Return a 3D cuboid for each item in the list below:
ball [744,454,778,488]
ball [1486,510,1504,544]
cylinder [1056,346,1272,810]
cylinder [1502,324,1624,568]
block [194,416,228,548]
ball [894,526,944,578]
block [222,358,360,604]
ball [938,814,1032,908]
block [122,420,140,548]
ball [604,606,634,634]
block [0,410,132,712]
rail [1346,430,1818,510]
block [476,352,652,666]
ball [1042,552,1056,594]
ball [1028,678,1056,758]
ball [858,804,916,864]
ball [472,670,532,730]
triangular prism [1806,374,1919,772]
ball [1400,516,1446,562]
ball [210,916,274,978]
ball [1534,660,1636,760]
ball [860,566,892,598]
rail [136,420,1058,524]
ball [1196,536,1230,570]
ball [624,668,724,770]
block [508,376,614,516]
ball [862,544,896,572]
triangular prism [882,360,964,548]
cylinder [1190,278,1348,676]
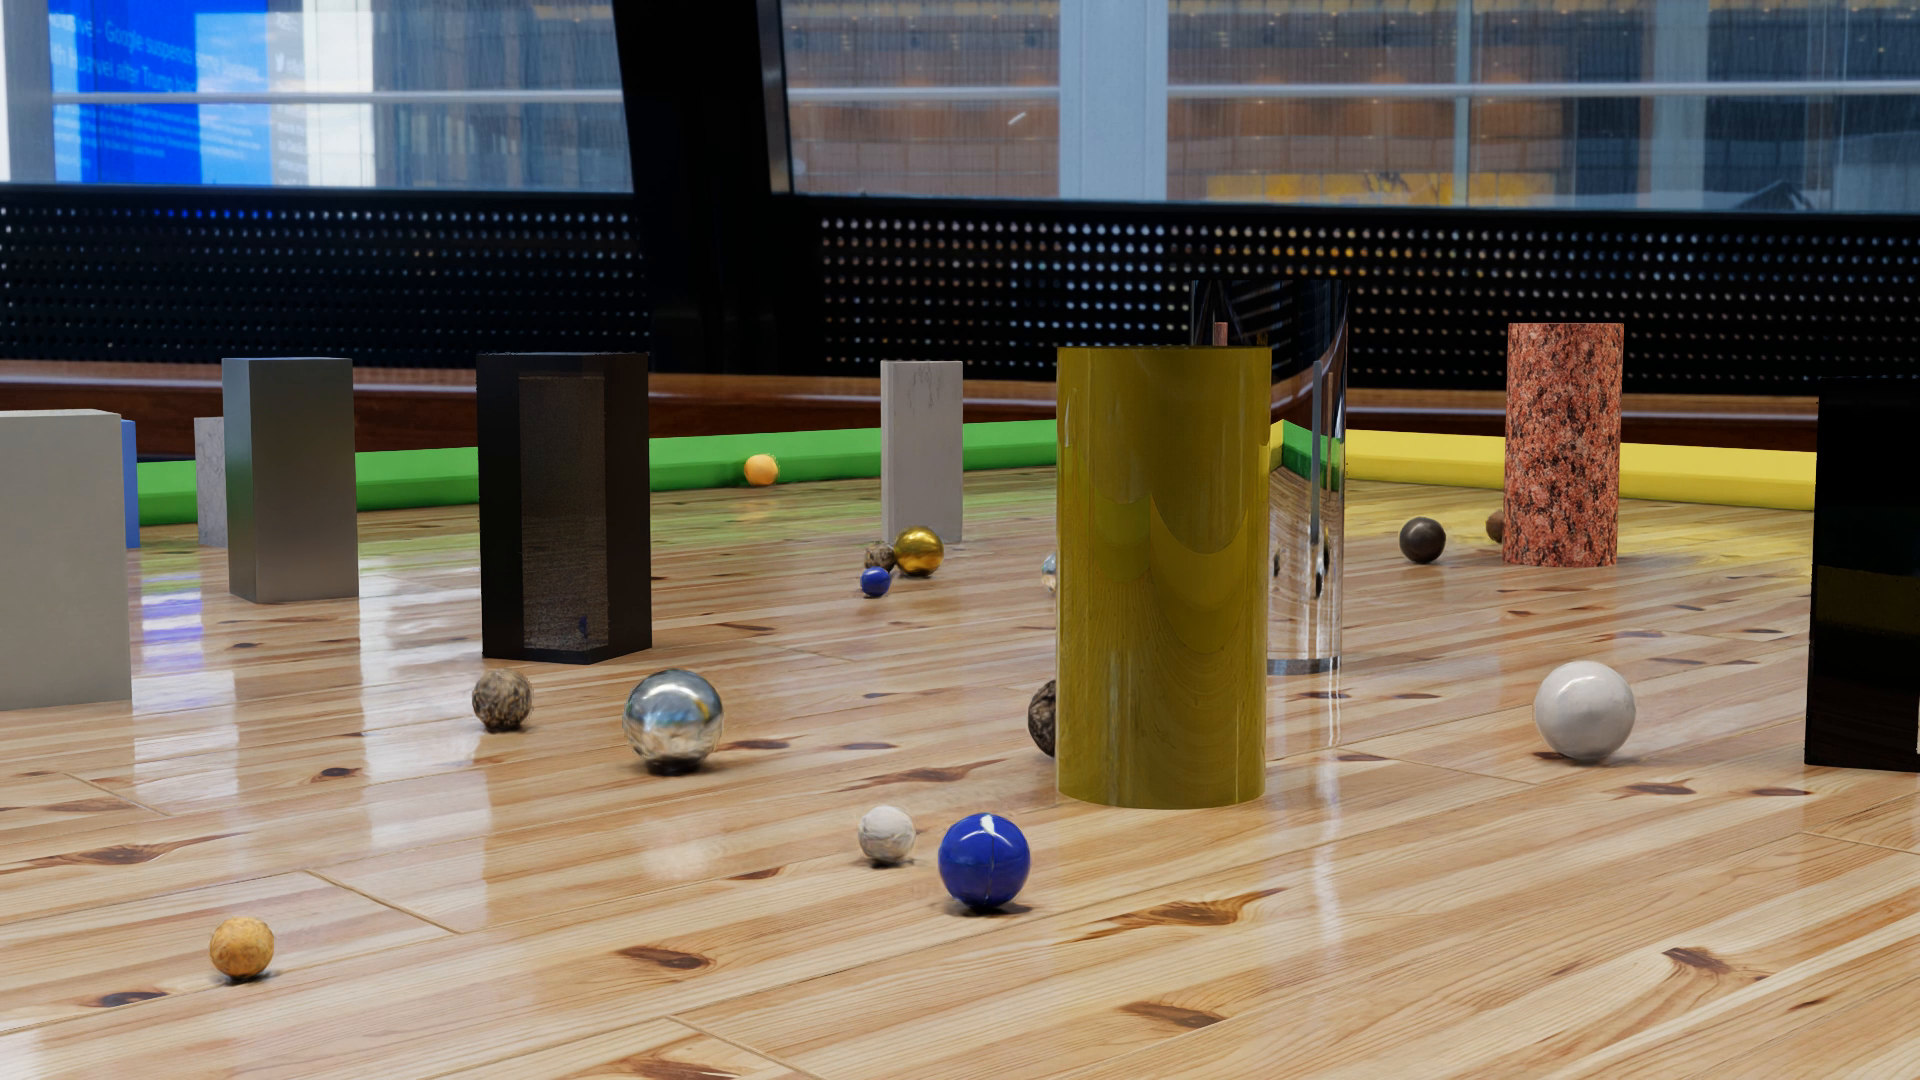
[{"bbox_3d":[-0.503,-0.175,5.549,0.084,0.084,0.084,0,6,0],"label":"ball"},{"bbox_3d":[1.040,-0.026,4.215,0.064,0.064,0.064,0,6,0],"label":"ball"},{"bbox_3d":[0.188,0.027,2.043,0.197,0.411,0.197,0,6,0],"label":"cylinder"},{"bbox_3d":[1.067,-0.172,3.895,0.197,0.421,0.197,0,6,0],"label":"cylinder"},{"bbox_3d":[-1.343,-0.113,4.194,0.157,0.241,0.157,5,8,42],"label":"block"},{"bbox_3d":[-0.069,0.020,3.676,0.086,0.086,0.086,0,6,0],"label":"ball"},{"bbox_3d":[-1.045,-0.098,3.430,0.157,0.370,0.157,-4,7,-33],"label":"block"},{"bbox_3d":[0.018,0.240,1.644,0.070,0.070,0.070,0,6,0],"label":"ball"},{"bbox_3d":[-1.653,-0.106,4.144,0.157,0.238,0.157,-4,7,-35],"label":"block"},{"bbox_3d":[-0.470,0.110,3.026,0.041,0.041,0.041,0,6,0],"label":"ball"},{"bbox_3d":[-1.059,0.018,2.531,0.157,0.327,0.157,-4,7,-32],"label":"block"},{"bbox_3d":[1.794,-0.139,4.978,0.045,0.128,4.123,-5,8,-42],"label":"rail"},{"bbox_3d":[-0.511,-0.046,2.849,0.157,0.389,0.157,3,6,23],"label":"block"},{"bbox_3d":[0.163,0.052,3.439,0.071,0.071,0.071,0,6,0],"label":"ball"},{"bbox_3d":[0.108,0.177,2.179,0.084,0.084,0.084,0,6,0],"label":"ball"},{"bbox_3d":[-0.059,0.238,1.775,0.047,0.047,0.047,0,6,0],"label":"ball"},{"bbox_3d":[-0.488,0.170,2.345,0.064,0.064,0.064,0,6,0],"label":"ball"},{"bbox_3d":[0.938,0.028,2.182,0.170,0.380,0.148,2,6,21],"label":"triangular prism"},{"bbox_3d":[0.817,0.000,3.886,0.082,0.082,0.082,0,6,0],"label":"ball"},{"bbox_3d":[-0.480,0.272,1.471,0.042,0.042,0.042,0,6,0],"label":"ball"},{"bbox_3d":[0.621,0.169,2.186,0.098,0.098,0.098,0,6,0],"label":"ball"},{"bbox_3d":[-0.131,0.065,3.422,0.048,0.048,0.048,0,6,0],"label":"ball"},{"bbox_3d":[-1.382,-0.122,4.822,4.929,0.128,0.045,-5,8,-42],"label":"rail"},{"bbox_3d":[0.437,0.021,3.791,0.059,0.059,0.059,0,6,0],"label":"ball"},{"bbox_3d":[-0.278,0.174,2.141,0.097,0.097,0.097,0,6,0],"label":"ball"},{"bbox_3d":[-0.885,-0.213,4.883,0.157,0.297,0.157,4,7,33],"label":"block"},{"bbox_3d":[-0.136,0.033,3.696,0.055,0.055,0.055,0,6,0],"label":"ball"},{"bbox_3d":[-0.106,-0.171,4.238,0.170,0.347,0.148,-4,7,-37],"label":"triangular prism"},{"bbox_3d":[0.384,-0.084,2.762,0.197,0.482,0.197,0,6,0],"label":"cylinder"}]
